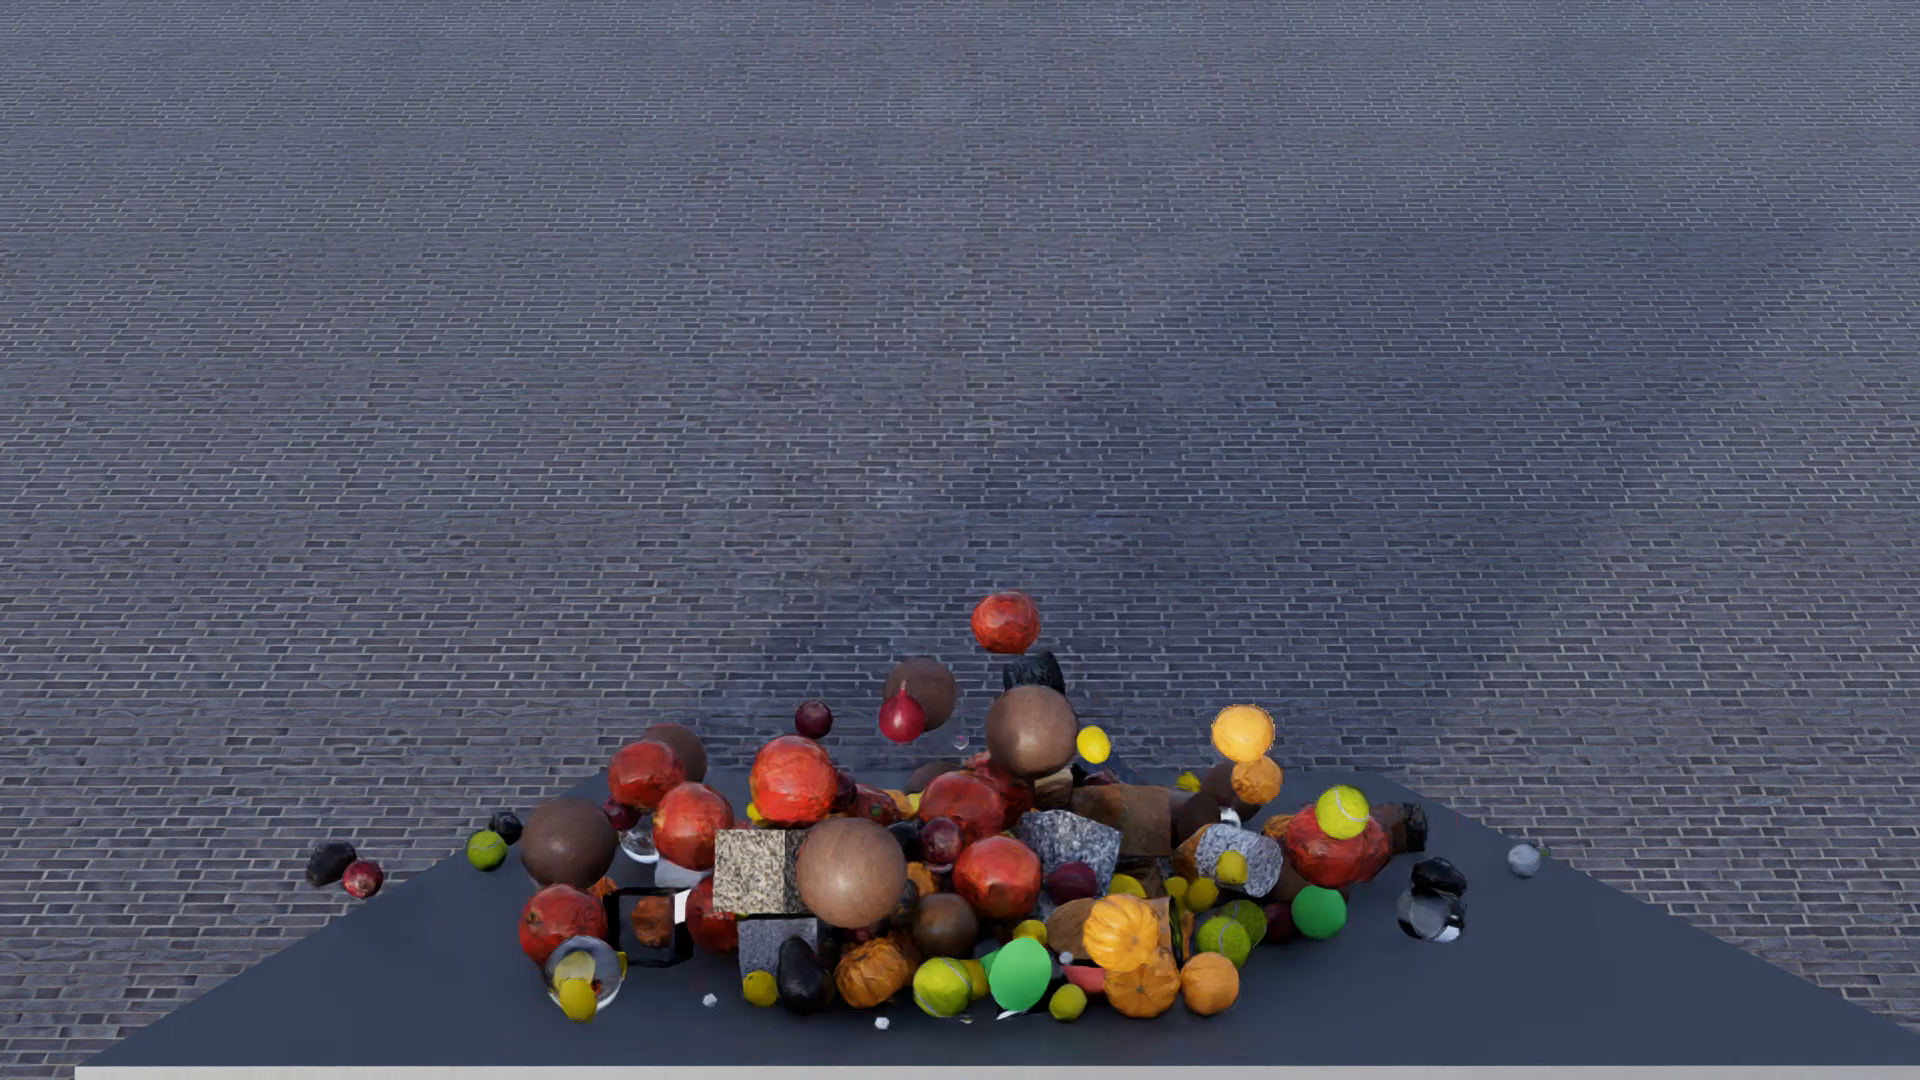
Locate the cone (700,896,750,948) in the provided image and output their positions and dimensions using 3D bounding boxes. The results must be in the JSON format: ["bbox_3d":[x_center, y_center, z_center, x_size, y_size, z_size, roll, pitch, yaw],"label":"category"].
[{"bbox_3d":[-0.311,0.541,3.616,0.087,0.087,0.087,-2,65,5],"label":"cone"}]

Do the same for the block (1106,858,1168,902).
[{"bbox_3d":[0.230,0.466,3.419,0.062,0.062,0.062,-12,17,24],"label":"block"}]

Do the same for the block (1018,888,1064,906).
[{"bbox_3d":[0.135,0.467,3.687,0.083,0.083,0.083,15,49,12],"label":"block"}]

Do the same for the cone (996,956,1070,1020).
[{"bbox_3d":[0.068,0.535,3.022,0.089,0.089,0.089,22,39,31],"label":"cone"}]

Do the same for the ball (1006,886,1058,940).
[{"bbox_3d":[0.093,0.477,3.309,0.068,0.068,0.068,0,32,0],"label":"ball"}]

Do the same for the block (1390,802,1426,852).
[{"bbox_3d":[0.829,0.532,4.804,0.065,0.065,0.065,0,27,15],"label":"block"}]

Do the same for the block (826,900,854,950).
[{"bbox_3d":[-0.188,0.505,3.411,0.059,0.059,0.059,-37,40,-7],"label":"block"}]

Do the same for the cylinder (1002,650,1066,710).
[{"bbox_3d":[0.140,0.269,4.939,0.092,0.092,0.092,-19,29,15],"label":"cylinder"}]

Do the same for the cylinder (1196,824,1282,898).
[{"bbox_3d":[0.377,0.433,3.508,0.083,0.083,0.083,12,31,44],"label":"cylinder"}]

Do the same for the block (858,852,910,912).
[{"bbox_3d":[-0.113,0.512,3.876,0.056,0.056,0.056,-21,48,21],"label":"block"}]

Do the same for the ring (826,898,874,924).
[{"bbox_3d":[-0.175,0.548,3.837,0.097,0.032,0.097,-1,-2,0],"label":"ring"}]

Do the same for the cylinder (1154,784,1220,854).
[{"bbox_3d":[0.336,0.429,3.988,0.093,0.093,0.093,-26,20,-35],"label":"cylinder"}]

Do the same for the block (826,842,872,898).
[{"bbox_3d":[-0.197,0.523,4.070,0.089,0.089,0.089,0,-1,19],"label":"block"}]

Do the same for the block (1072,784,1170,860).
[{"bbox_3d":[0.213,0.373,3.426,0.091,0.091,0.091,9,-13,-41],"label":"block"}]

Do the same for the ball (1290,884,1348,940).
[{"bbox_3d":[0.495,0.514,3.577,0.077,0.077,0.077,0,32,0],"label":"ball"}]

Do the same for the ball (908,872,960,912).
[{"bbox_3d":[-0.038,0.526,3.795,0.077,0.077,0.077,0,32,0],"label":"ball"}]

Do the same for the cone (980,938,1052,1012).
[{"bbox_3d":[0.046,0.490,2.978,0.085,0.085,0.085,-21,16,-30],"label":"cone"}]

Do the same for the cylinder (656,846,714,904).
[{"bbox_3d":[-0.400,0.497,3.847,0.077,0.077,0.077,6,32,25],"label":"cylinder"}]

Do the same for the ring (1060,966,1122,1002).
[{"bbox_3d":[0.139,0.530,3.092,0.110,0.110,0.037,1,76,1],"label":"ring"}]

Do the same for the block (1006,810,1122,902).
[{"bbox_3d":[0.134,0.409,3.339,0.096,0.096,0.096,23,-17,-27],"label":"block"}]

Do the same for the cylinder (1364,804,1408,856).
[{"bbox_3d":[0.768,0.523,4.671,0.067,0.067,0.067,-12,32,7],"label":"cylinder"}]

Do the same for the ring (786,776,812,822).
[{"bbox_3d":[-0.325,0.525,5.250,0.034,0.102,0.102,18,33,-3],"label":"ring"}]

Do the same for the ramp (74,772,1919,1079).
[{"bbox_3d":[0.071,0.626,4.716,2.000,0.100,4.000,0,-1,0],"label":"ramp"}]

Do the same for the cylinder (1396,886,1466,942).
[{"bbox_3d":[0.653,0.519,3.591,0.073,0.073,0.073,26,3,35],"label":"cylinder"}]

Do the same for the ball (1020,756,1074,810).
[{"bbox_3d":[0.124,0.350,3.716,0.079,0.079,0.079,0,32,0],"label":"ball"}]

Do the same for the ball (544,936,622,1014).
[{"bbox_3d":[-0.442,0.510,3.040,0.092,0.092,0.092,0,32,0],"label":"ball"}]

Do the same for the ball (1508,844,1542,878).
[{"bbox_3d":[0.957,0.543,4.393,0.056,0.056,0.056,0,32,0],"label":"ball"}]

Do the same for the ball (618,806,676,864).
[{"bbox_3d":[-0.477,0.451,3.964,0.088,0.088,0.088,0,32,0],"label":"ball"}]

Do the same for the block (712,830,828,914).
[{"bbox_3d":[-0.228,0.401,3.131,0.099,0.099,0.099,-3,-9,28],"label":"block"}]

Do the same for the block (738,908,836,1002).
[{"bbox_3d":[-0.211,0.506,3.164,0.097,0.097,0.097,-3,-1,8],"label":"block"}]

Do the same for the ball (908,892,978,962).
[{"bbox_3d":[-0.019,0.467,3.128,0.085,0.085,0.085,0,32,0],"label":"ball"}]

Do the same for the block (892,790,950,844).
[{"bbox_3d":[-0.062,0.444,4.151,0.056,0.056,0.056,-14,25,44],"label":"block"}]

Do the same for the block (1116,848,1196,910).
[{"bbox_3d":[0.299,0.522,3.998,0.090,0.090,0.090,1,-1,-45],"label":"block"}]

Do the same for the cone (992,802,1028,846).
[{"bbox_3d":[0.086,0.405,3.792,0.064,0.064,0.064,11,51,17],"label":"cone"}]

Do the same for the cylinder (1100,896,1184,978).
[{"bbox_3d":[0.223,0.496,3.237,0.095,0.095,0.095,-8,30,12],"label":"cylinder"}]

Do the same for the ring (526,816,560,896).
[{"bbox_3d":[-0.649,0.493,4.038,0.042,0.126,0.126,-6,32,-13],"label":"ring"}]

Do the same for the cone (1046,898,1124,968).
[{"bbox_3d":[0.155,0.507,3.167,0.097,0.097,0.097,-4,41,3],"label":"cone"}]

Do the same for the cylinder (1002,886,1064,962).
[{"bbox_3d":[0.097,0.502,3.393,0.081,0.081,0.081,0,41,0],"label":"cylinder"}]

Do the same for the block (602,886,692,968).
[{"bbox_3d":[-0.415,0.514,3.450,0.092,0.092,0.092,0,-1,14],"label":"block"}]

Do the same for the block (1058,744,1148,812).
[{"bbox_3d":[0.210,0.392,4.006,0.095,0.095,0.095,44,33,13],"label":"block"}]

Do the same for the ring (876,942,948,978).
[{"bbox_3d":[-0.054,0.541,3.339,0.110,0.037,0.110,-1,-1,0],"label":"ring"}]

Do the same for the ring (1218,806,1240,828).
[{"bbox_3d":[0.396,0.483,4.291,0.144,0.048,0.144,-18,13,4],"label":"ring"}]
